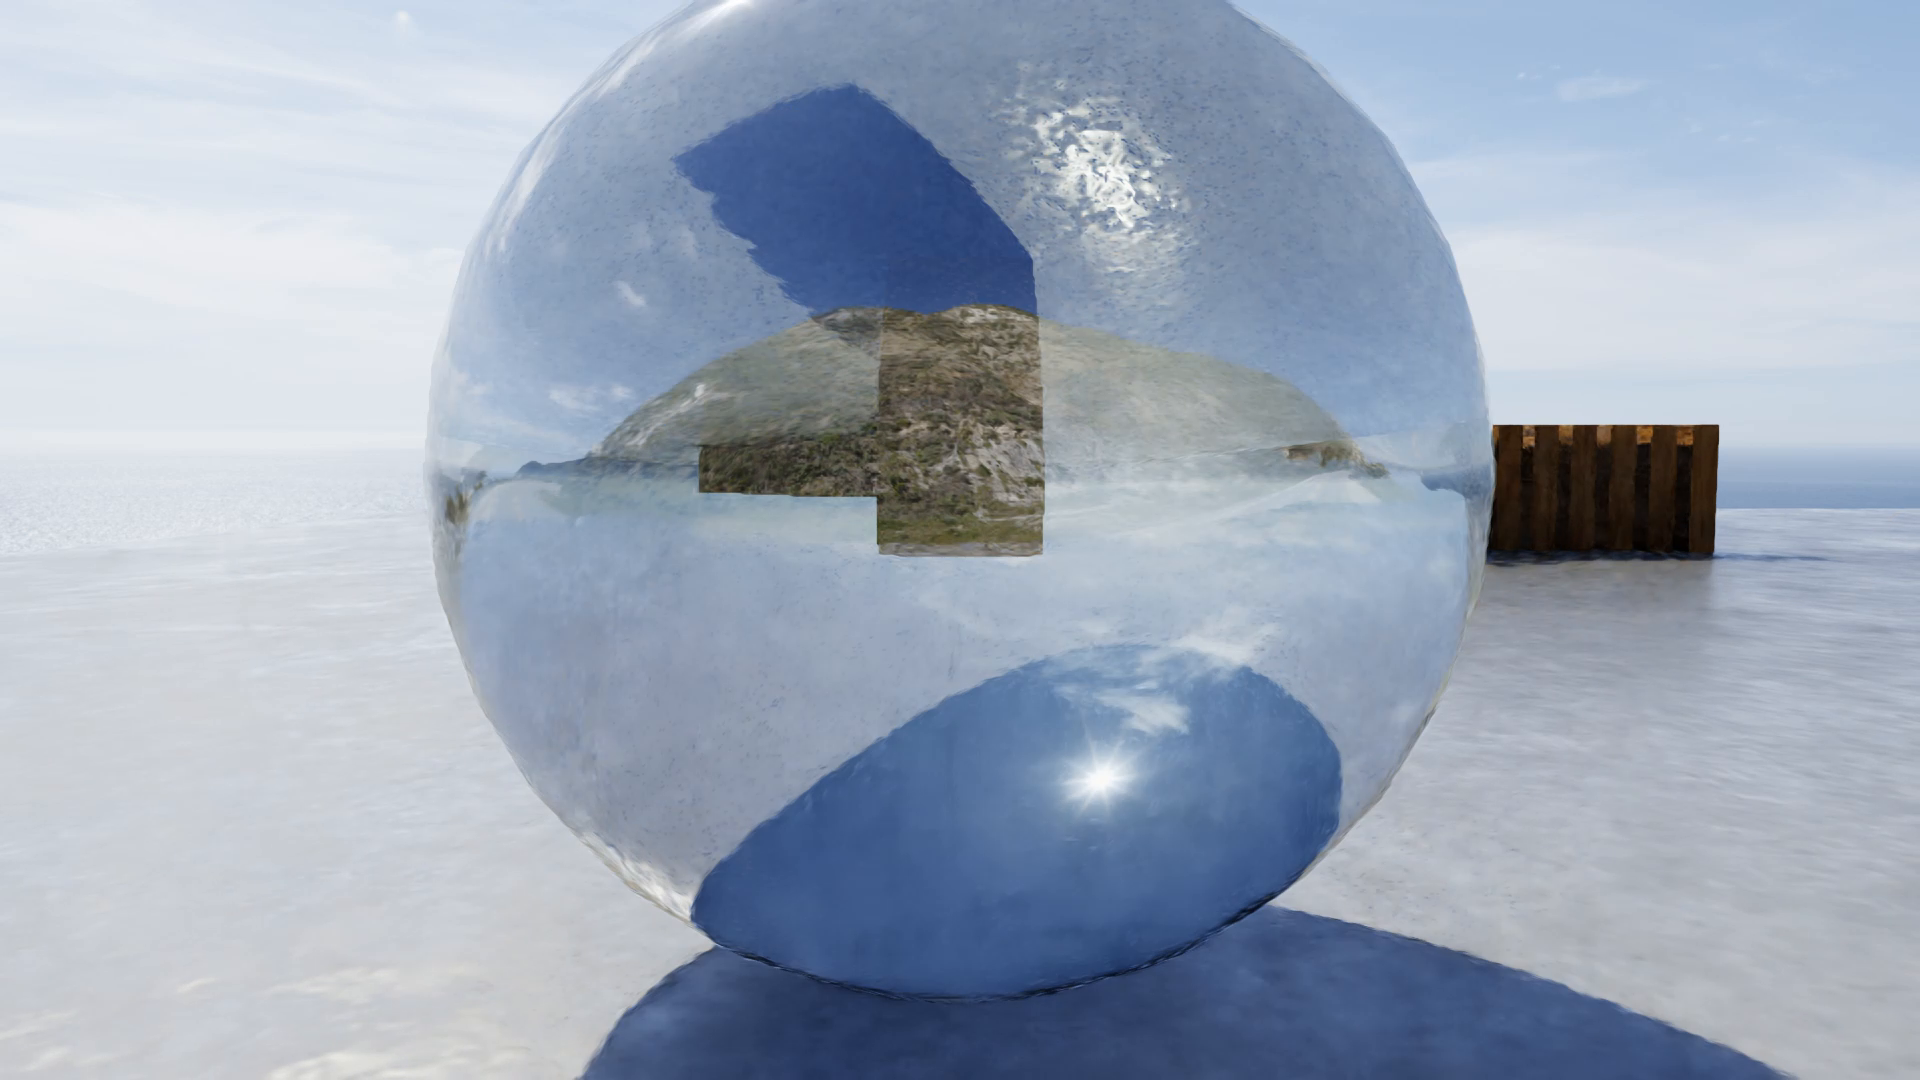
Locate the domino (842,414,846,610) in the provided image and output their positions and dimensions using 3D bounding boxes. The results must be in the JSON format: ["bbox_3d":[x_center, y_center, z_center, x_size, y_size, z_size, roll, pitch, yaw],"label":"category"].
[{"bbox_3d":[-0.018,-0.007,0.334,0.025,0.050,0.009,0,4,-3],"label":"domino"}]

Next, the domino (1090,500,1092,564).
[{"bbox_3d":[0.034,-0.016,0.452,0.025,0.050,0.009,1,4,9],"label":"domino"}]

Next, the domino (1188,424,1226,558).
[{"bbox_3d":[0.092,-0.019,0.491,0.009,0.050,0.025,-1,4,-12],"label":"domino"}]

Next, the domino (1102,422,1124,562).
[{"bbox_3d":[0.049,-0.018,0.476,0.010,0.050,0.025,-3,5,-32],"label":"domino"}]

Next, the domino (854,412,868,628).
[{"bbox_3d":[-0.012,-0.005,0.304,0.025,0.050,0.009,-1,4,-16],"label":"domino"}]

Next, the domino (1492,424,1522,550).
[{"bbox_3d":[0.218,-0.022,0.523,0.010,0.050,0.025,0,4,-1],"label":"domino"}]

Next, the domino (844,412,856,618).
[{"bbox_3d":[-0.015,-0.006,0.319,0.025,0.050,0.009,-1,4,-12],"label":"domino"}]

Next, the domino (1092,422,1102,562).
[{"bbox_3d":[0.038,-0.017,0.466,0.025,0.050,0.009,3,5,31],"label":"domino"}]

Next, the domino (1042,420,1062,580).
[{"bbox_3d":[0.020,-0.013,0.410,0.009,0.050,0.025,-4,6,-42],"label":"domino"}]

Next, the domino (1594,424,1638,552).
[{"bbox_3d":[0.263,-0.021,0.519,0.010,0.050,0.025,1,4,8],"label":"domino"}]

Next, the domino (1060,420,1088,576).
[{"bbox_3d":[0.029,-0.014,0.422,0.025,0.050,0.009,2,5,22],"label":"domino"}]

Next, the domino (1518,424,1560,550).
[{"bbox_3d":[0.233,-0.022,0.522,0.009,0.050,0.025,0,4,4],"label":"domino"}]

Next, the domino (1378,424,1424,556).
[{"bbox_3d":[0.166,-0.020,0.496,0.009,0.050,0.025,-1,5,-18],"label":"domino"}]

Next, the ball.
[{"bbox_3d":[0.000,-0.005,0.103,0.080,0.080,0.080,0,4,0],"label":"ball"}]

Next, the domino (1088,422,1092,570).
[{"bbox_3d":[0.032,-0.015,0.437,0.025,0.050,0.009,0,4,7],"label":"domino"}]

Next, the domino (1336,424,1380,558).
[{"bbox_3d":[0.152,-0.019,0.494,0.010,0.050,0.025,0,4,-5],"label":"domino"}]

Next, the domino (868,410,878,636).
[{"bbox_3d":[-0.007,-0.004,0.290,0.025,0.050,0.010,-1,4,-16],"label":"domino"}]

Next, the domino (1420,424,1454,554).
[{"bbox_3d":[0.179,-0.020,0.504,0.010,0.050,0.025,-4,6,-41],"label":"domino"}]

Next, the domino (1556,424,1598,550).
[{"bbox_3d":[0.248,-0.022,0.521,0.010,0.050,0.025,0,4,6],"label":"domino"}]

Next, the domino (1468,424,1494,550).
[{"bbox_3d":[0.203,-0.022,0.521,0.010,0.050,0.025,-1,4,-16],"label":"domino"}]

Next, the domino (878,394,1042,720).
[{"bbox_3d":[0.000,0.002,0.201,0.025,0.050,0.009,0,4,0],"label":"domino"}]

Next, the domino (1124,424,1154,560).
[{"bbox_3d":[0.063,-0.019,0.483,0.009,0.050,0.025,-2,5,-20],"label":"domino"}]

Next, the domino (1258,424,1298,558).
[{"bbox_3d":[0.122,-0.019,0.493,0.009,0.050,0.025,0,4,-1],"label":"domino"}]

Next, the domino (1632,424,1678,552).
[{"bbox_3d":[0.278,-0.021,0.517,0.009,0.050,0.025,1,4,8],"label":"domino"}]

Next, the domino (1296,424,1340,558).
[{"bbox_3d":[0.137,-0.019,0.493,0.010,0.050,0.025,0,4,-1],"label":"domino"}]

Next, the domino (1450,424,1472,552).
[{"bbox_3d":[0.190,-0.021,0.514,0.010,0.050,0.025,-4,6,-39],"label":"domino"}]

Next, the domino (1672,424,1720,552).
[{"bbox_3d":[0.293,-0.021,0.515,0.010,0.050,0.025,1,4,8],"label":"domino"}]

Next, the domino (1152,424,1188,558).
[{"bbox_3d":[0.077,-0.019,0.487,0.009,0.050,0.025,-1,4,-15],"label":"domino"}]

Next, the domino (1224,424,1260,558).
[{"bbox_3d":[0.106,-0.019,0.492,0.009,0.050,0.025,0,4,-3],"label":"domino"}]
